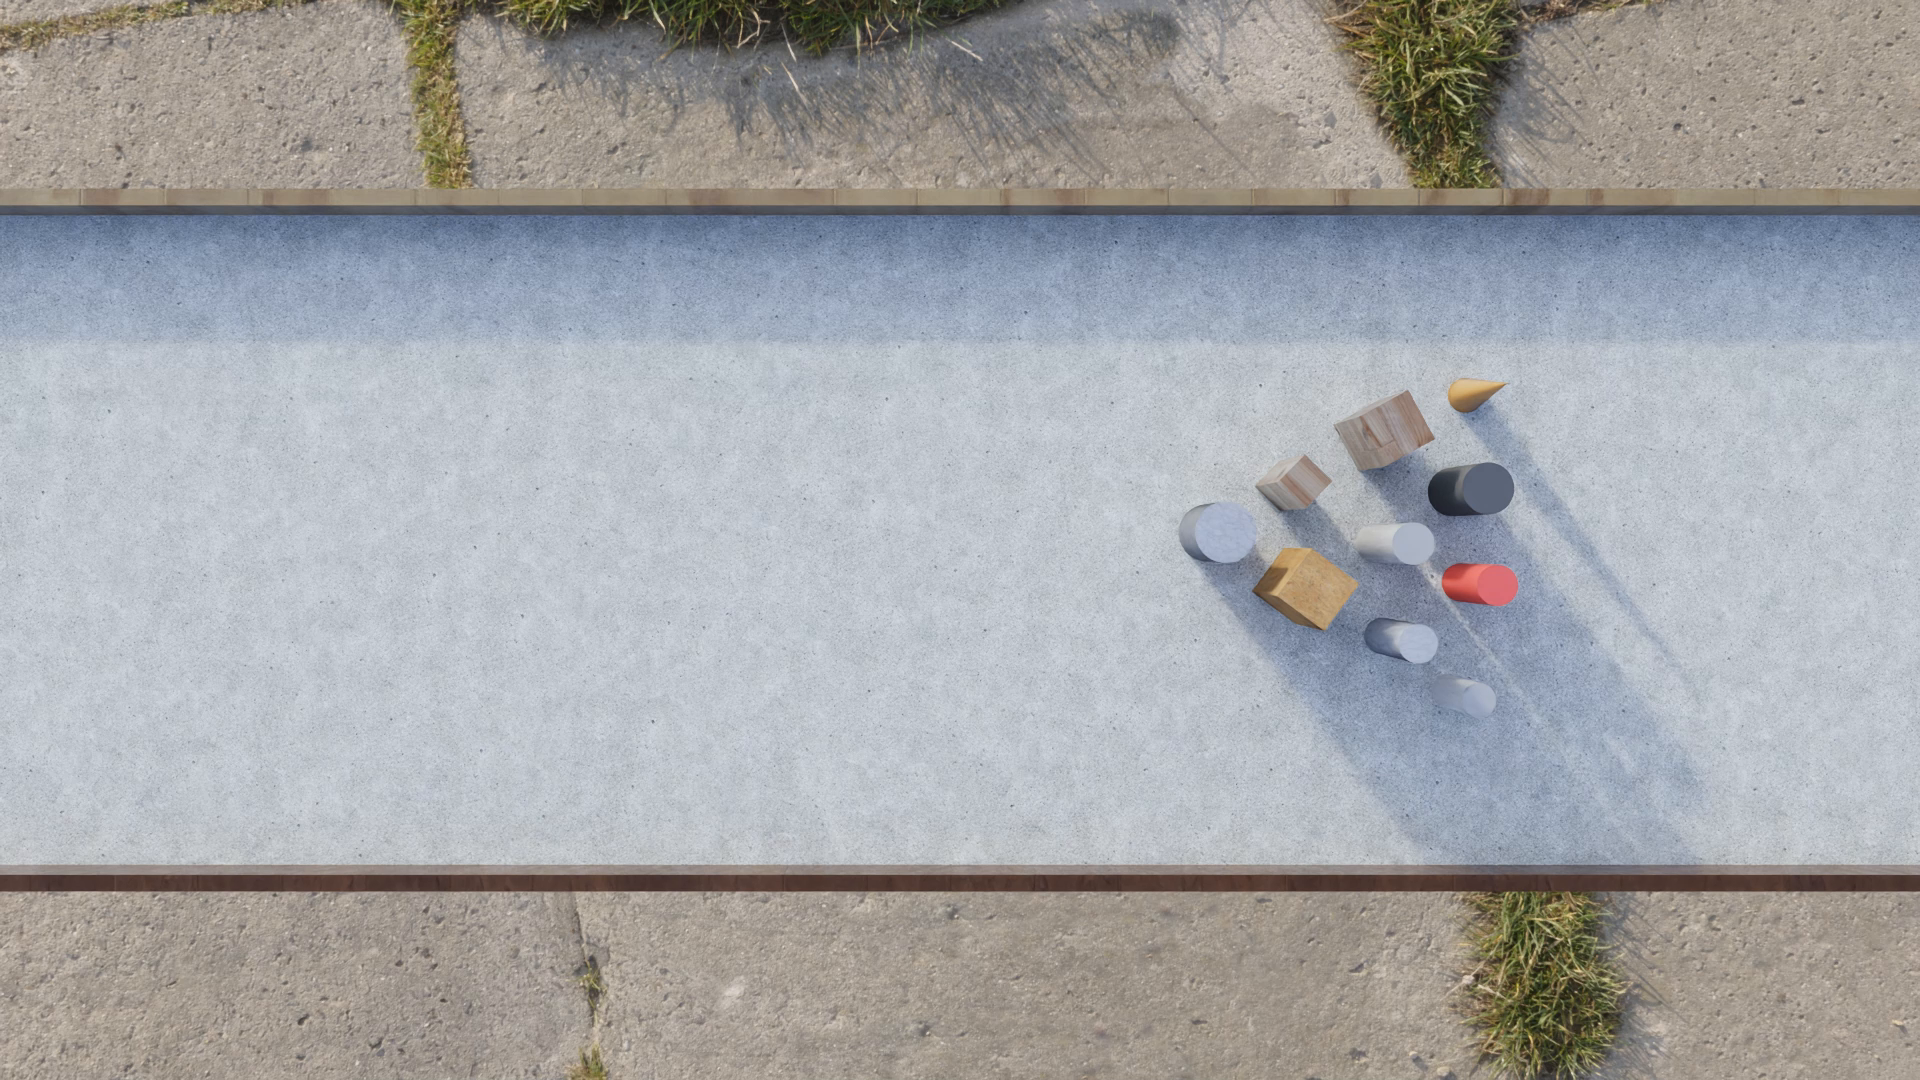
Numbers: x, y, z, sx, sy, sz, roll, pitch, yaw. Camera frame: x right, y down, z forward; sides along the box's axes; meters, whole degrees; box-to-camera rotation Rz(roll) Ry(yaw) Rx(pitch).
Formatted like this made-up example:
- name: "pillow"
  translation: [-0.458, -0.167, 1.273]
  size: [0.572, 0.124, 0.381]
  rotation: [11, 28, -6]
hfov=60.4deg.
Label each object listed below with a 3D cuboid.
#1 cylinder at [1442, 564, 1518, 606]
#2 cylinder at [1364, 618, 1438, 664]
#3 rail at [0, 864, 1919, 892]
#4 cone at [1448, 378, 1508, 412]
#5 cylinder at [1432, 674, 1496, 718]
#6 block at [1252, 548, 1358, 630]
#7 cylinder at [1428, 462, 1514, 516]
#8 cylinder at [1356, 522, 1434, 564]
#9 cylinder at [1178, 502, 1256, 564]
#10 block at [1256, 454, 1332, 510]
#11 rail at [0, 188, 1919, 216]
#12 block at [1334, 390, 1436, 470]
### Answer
- name: "cylinder"
  translation: [1.542, 0.130, 4.904]
  size: [0.118, 0.345, 0.118]
  rotation: [0, 90, 0]
- name: "cylinder"
  translation: [1.300, 0.295, 4.877]
  size: [0.112, 0.398, 0.112]
  rotation: [0, 90, 0]
- name: "rail"
  translation: [-2.247, 1.025, 5.001]
  size: [12.000, 0.150, 0.050]
  rotation: [0, 90, 0]
- name: "cone"
  translation: [1.556, -0.445, 4.879]
  size: [0.108, 0.396, 0.108]
  rotation: [0, 90, 0]
- name: "cylinder"
  translation: [1.502, 0.463, 4.924]
  size: [0.100, 0.304, 0.100]
  rotation: [0, 90, 0]
- name: "block"
  translation: [1.015, 0.141, 4.874]
  size: [0.167, 0.405, 0.167]
  rotation: [36, 90, 0]
- name: "cylinder"
  translation: [1.515, -0.148, 4.902]
  size: [0.150, 0.349, 0.150]
  rotation: [0, 90, 0]
- name: "cylinder"
  translation: [1.277, 0.010, 4.861]
  size: [0.120, 0.431, 0.120]
  rotation: [0, 90, 0]
- name: "cylinder"
  translation: [0.762, -0.022, 4.899]
  size: [0.177, 0.354, 0.177]
  rotation: [0, 90, 0]
- name: "block"
  translation: [0.984, -0.167, 4.888]
  size: [0.109, 0.377, 0.109]
  rotation: [44, 90, 0]
- name: "rail"
  translation: [-2.247, -1.025, 5.002]
  size: [12.000, 0.150, 0.050]
  rotation: [0, 90, 0]
- name: "block"
  translation: [1.259, -0.323, 4.913]
  size: [0.162, 0.327, 0.162]
  rotation: [-29, 90, 0]
